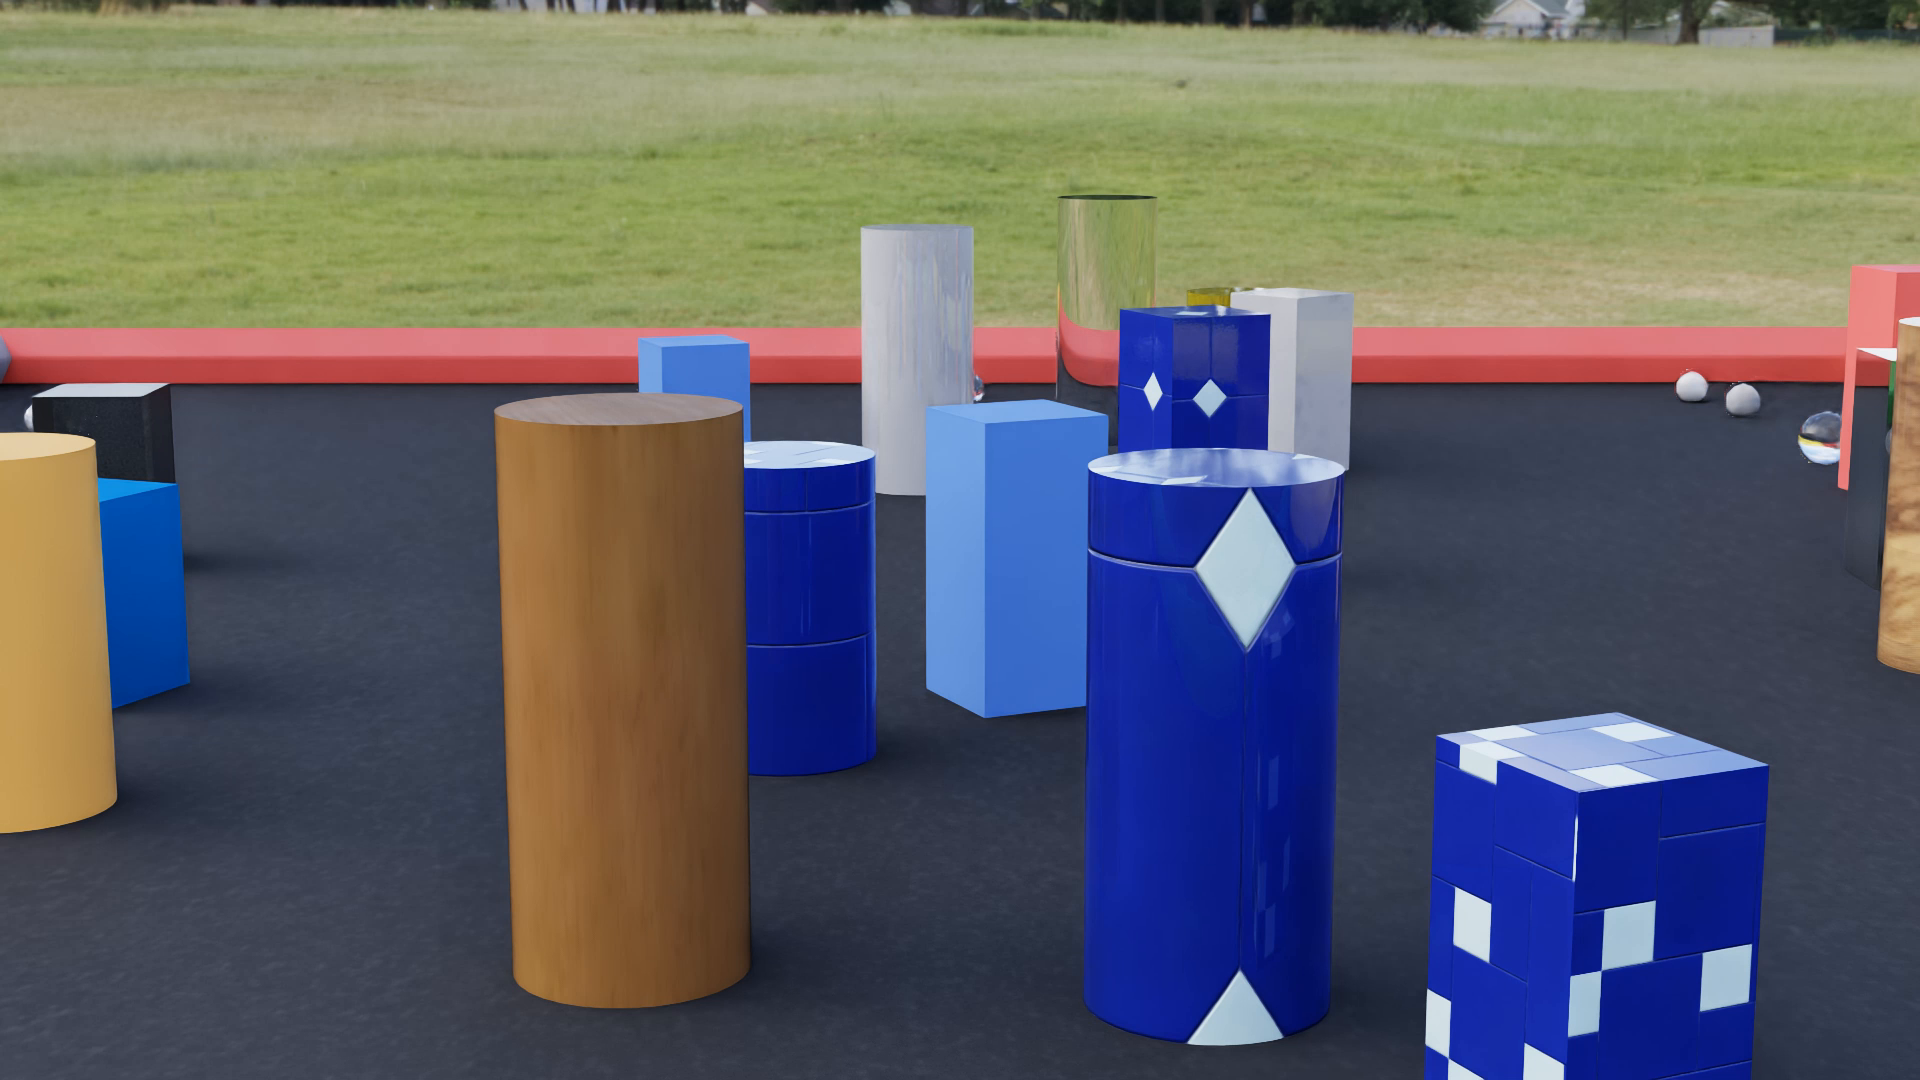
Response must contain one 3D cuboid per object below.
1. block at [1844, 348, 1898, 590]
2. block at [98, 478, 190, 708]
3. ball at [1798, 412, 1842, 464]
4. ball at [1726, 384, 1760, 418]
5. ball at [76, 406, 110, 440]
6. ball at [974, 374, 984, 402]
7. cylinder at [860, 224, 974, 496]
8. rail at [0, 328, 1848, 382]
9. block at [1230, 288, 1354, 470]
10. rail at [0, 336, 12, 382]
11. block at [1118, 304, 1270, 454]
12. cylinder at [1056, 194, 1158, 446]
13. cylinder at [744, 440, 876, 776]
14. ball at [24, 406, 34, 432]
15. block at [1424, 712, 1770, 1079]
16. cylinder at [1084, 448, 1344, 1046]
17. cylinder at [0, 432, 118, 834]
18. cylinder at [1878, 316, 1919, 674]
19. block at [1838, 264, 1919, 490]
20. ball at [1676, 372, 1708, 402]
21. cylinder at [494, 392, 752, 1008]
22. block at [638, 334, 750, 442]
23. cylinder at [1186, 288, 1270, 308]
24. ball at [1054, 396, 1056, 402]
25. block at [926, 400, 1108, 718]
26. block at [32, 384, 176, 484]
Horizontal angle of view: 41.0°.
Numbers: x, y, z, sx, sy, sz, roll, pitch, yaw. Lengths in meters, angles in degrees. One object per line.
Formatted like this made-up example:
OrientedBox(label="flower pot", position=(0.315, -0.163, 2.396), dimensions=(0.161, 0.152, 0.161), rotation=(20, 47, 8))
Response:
OrientedBox(label="block", position=(1.364, -0.102, 3.639), dimensions=(0.155, 0.323, 0.155), rotation=(0, 11, 2))
OrientedBox(label="block", position=(-1.019, 0.060, 2.995), dimensions=(0.155, 0.240, 0.155), rotation=(4, 11, 22))
OrientedBox(label="ball", position=(1.593, -0.187, 4.718), dimensions=(0.097, 0.097, 0.097), rotation=(0, 11, 0))
OrientedBox(label="ball", position=(1.630, -0.290, 5.342), dimensions=(0.070, 0.070, 0.070), rotation=(0, 11, 0))
OrientedBox(label="ball", position=(-1.697, -0.228, 5.023), dimensions=(0.066, 0.066, 0.066), rotation=(0, 11, 0))
OrientedBox(label="ball", position=(0.022, -0.330, 5.578), dimensions=(0.063, 0.063, 0.063), rotation=(0, 11, 0))
OrientedBox(label="cylinder", position=(-0.074, -0.315, 4.439), dimensions=(0.194, 0.450, 0.194), rotation=(0, 11, 0))
OrientedBox(label="rail", position=(-0.014, -0.423, 5.900), dimensions=(4.401, 0.126, 0.045), rotation=(0, 11, 0))
OrientedBox(label="block", position=(0.596, -0.286, 4.634), dimensions=(0.155, 0.321, 0.155), rotation=(-9, 14, -41))
OrientedBox(label="rail", position=(-2.177, 0.035, 3.437), dimensions=(0.045, 0.126, 5.034), rotation=(0, 11, 0))
OrientedBox(label="block", position=(0.330, -0.134, 3.650), dimensions=(0.155, 0.382, 0.155), rotation=(-5, 12, -24))
OrientedBox(label="cylinder", position=(0.285, -0.431, 5.006), dimensions=(0.194, 0.472, 0.194), rotation=(0, 11, 0))
OrientedBox(label="cylinder", position=(-0.186, 0.069, 2.721), dimensions=(0.194, 0.323, 0.194), rotation=(0, 11, 0))
OrientedBox(label="ball", position=(-1.825, -0.241, 5.097), dimensions=(0.065, 0.065, 0.065), rotation=(0, 11, 0))
OrientedBox(label="block", position=(0.431, 0.275, 1.756), dimensions=(0.155, 0.270, 0.155), rotation=(-5, 12, -24))
OrientedBox(label="cylinder", position=(0.194, 0.153, 1.985), dimensions=(0.194, 0.425, 0.194), rotation=(0, 11, 0))
OrientedBox(label="cylinder", position=(-0.940, 0.087, 2.520), dimensions=(0.194, 0.360, 0.194), rotation=(0, 11, 0))
OrientedBox(label="cylinder", position=(1.233, -0.055, 3.125), dimensions=(0.194, 0.418, 0.194), rotation=(0, 11, 0))
OrientedBox(label="block", position=(1.618, -0.270, 4.373), dimensions=(0.155, 0.385, 0.155), rotation=(-2, 11, -8))
OrientedBox(label="ball", position=(1.594, -0.333, 5.587), dimensions=(0.066, 0.066, 0.066), rotation=(0, 11, 0))
OrientedBox(label="cylinder", position=(-0.268, 0.122, 2.057), dimensions=(0.194, 0.459, 0.194), rotation=(0, 11, 0))
OrientedBox(label="block", position=(-0.462, -0.221, 4.469), dimensions=(0.155, 0.254, 0.155), rotation=(-4, 11, -21))
OrientedBox(label="cylinder", position=(0.528, -0.325, 4.901), dimensions=(0.194, 0.300, 0.194), rotation=(0, 11, 0))
OrientedBox(label="ball", position=(0.235, -0.278, 5.230), dimensions=(0.088, 0.088, 0.088), rotation=(0, 11, 0))
OrientedBox(label="block", position=(0.064, 0.017, 2.964), dimensions=(0.155, 0.335, 0.155), rotation=(-5, 12, -25))
OrientedBox(label="block", position=(-1.249, -0.091, 3.758), dimensions=(0.155, 0.259, 0.155), rotation=(0, 11, -3))
